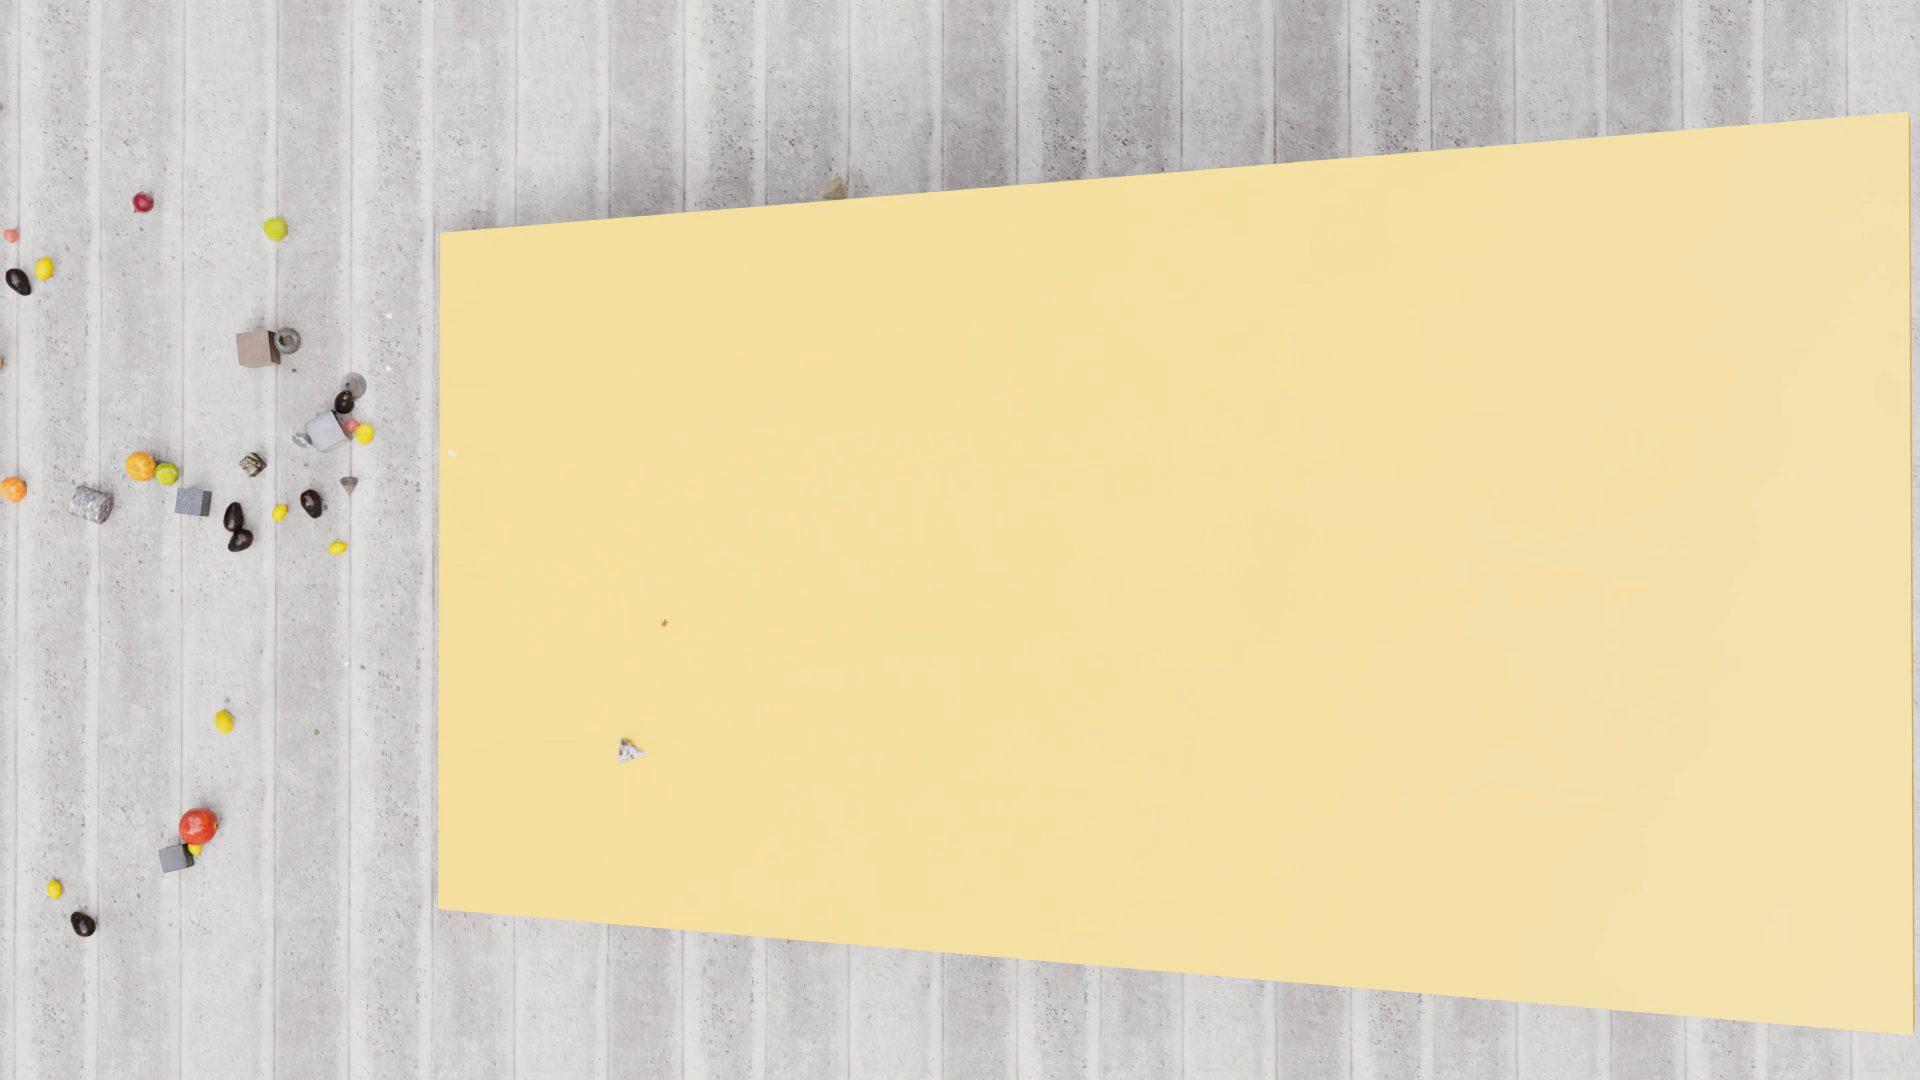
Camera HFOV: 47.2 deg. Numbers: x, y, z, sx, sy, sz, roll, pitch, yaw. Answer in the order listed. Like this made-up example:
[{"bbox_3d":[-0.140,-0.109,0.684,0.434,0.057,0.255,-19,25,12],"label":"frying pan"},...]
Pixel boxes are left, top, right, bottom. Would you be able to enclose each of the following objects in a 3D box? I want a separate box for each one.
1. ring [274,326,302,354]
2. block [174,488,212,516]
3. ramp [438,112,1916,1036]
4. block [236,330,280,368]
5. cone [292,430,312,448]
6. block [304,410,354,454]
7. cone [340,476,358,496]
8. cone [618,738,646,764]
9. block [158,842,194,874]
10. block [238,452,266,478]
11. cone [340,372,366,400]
[{"bbox_3d":[-2.011,-0.596,6.575,0.083,0.028,0.083,3,85,-37],"label":"ring"},{"bbox_3d":[-2.287,-0.113,6.560,0.077,0.077,0.077,7,89,0],"label":"block"},{"bbox_3d":[0.281,0.081,5.679,4.000,0.100,2.000,0,89,26],"label":"ramp"},{"bbox_3d":[-2.092,-0.569,6.556,0.095,0.095,0.095,-6,89,0],"label":"block"},{"bbox_3d":[-1.957,-0.317,6.586,0.064,0.064,0.064,24,63,0],"label":"cone"},{"bbox_3d":[-1.882,-0.322,6.555,0.092,0.092,0.092,-28,89,0],"label":"block"},{"bbox_3d":[-1.827,-0.153,6.586,0.057,0.057,0.057,3,116,0],"label":"cone"},{"bbox_3d":[-0.916,0.596,6.179,0.077,0.077,0.077,8,89,-1],"label":"cone"},{"bbox_3d":[-2.334,0.946,6.551,0.071,0.071,0.071,-13,89,0],"label":"block"},{"bbox_3d":[-2.115,-0.225,6.574,0.052,0.052,0.052,-42,90,0],"label":"block"},{"bbox_3d":[-1.822,-0.463,6.561,0.082,0.082,0.082,0,89,0],"label":"cone"}]
